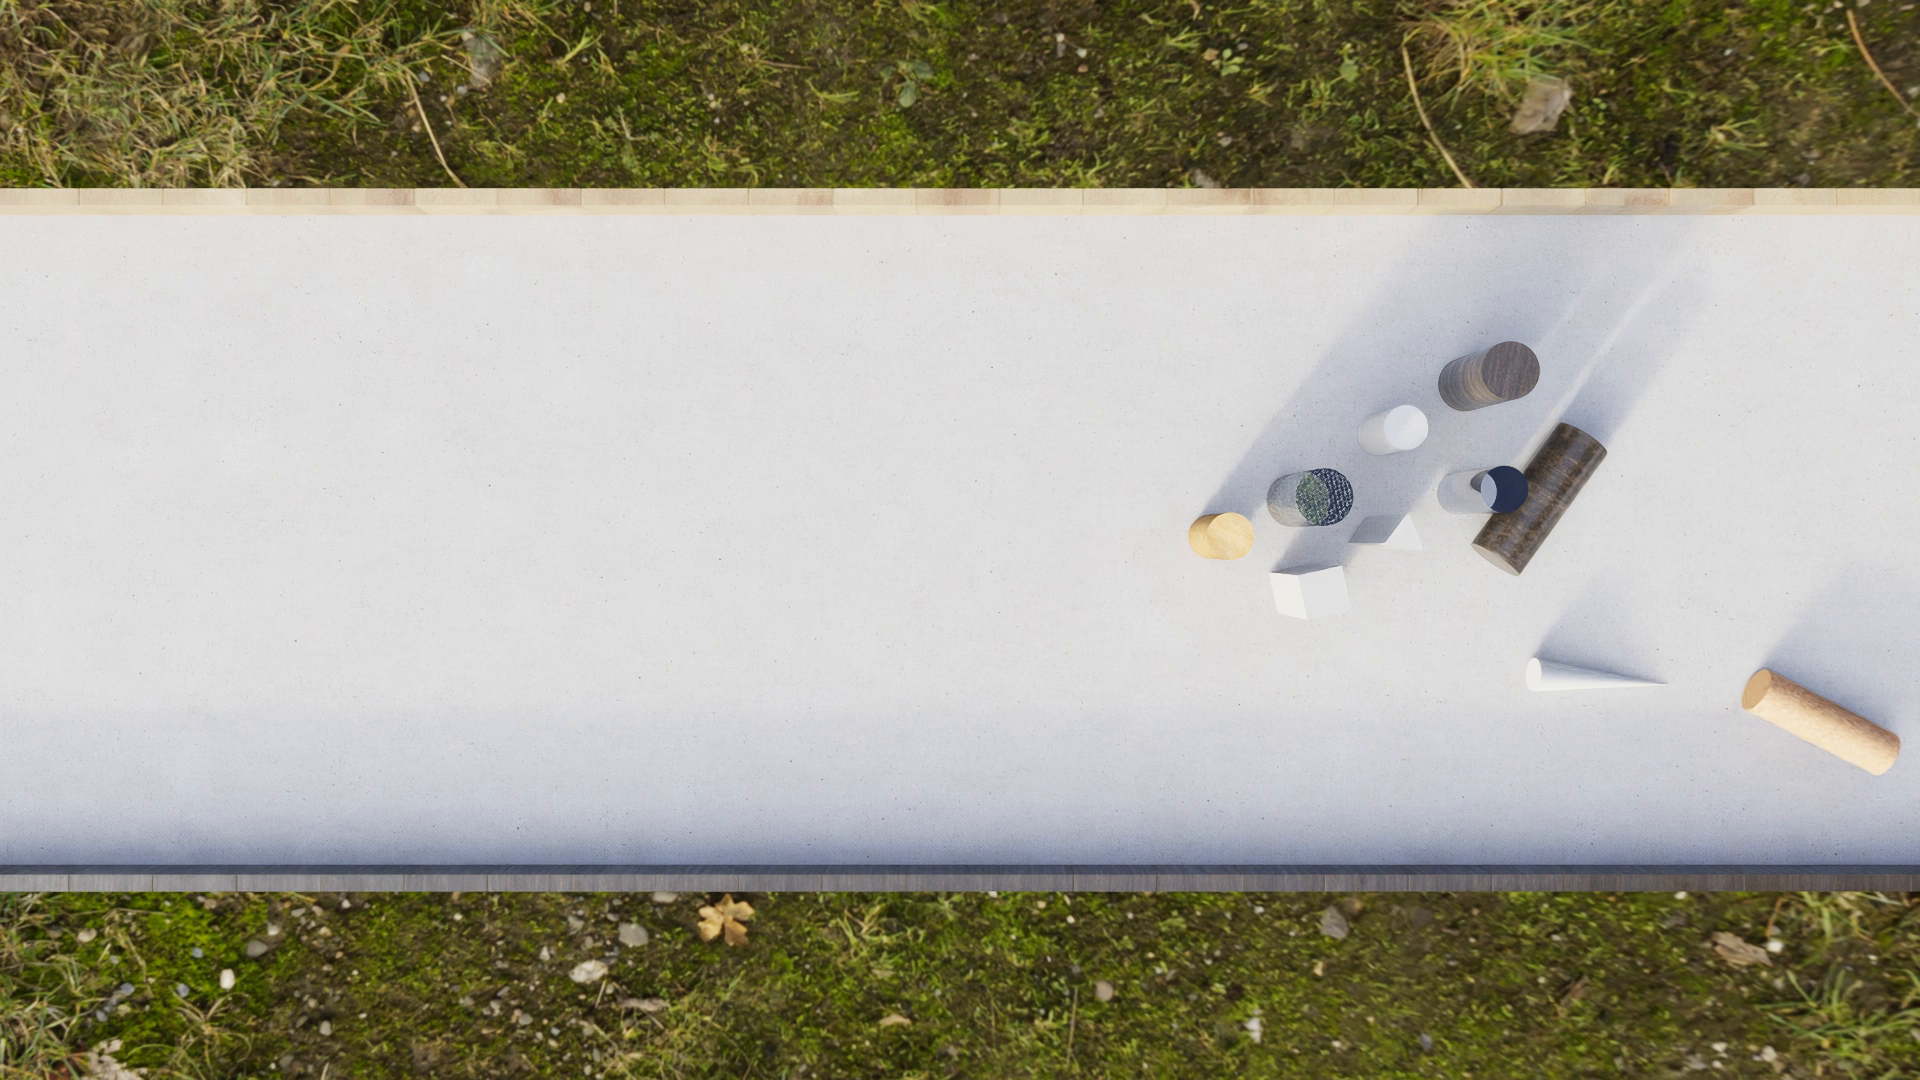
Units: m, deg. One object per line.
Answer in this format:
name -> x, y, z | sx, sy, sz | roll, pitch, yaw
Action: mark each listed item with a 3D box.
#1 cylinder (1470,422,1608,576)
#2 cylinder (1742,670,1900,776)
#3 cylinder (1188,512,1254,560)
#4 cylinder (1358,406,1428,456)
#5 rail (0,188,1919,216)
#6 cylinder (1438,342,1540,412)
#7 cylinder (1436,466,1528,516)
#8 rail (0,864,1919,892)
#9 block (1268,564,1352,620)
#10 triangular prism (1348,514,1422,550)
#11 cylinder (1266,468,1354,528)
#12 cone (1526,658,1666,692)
cylinder -> 1.751, -0.122, 4.992 | 0.170, 0.170, 0.452 | 36, 90, 0
cylinder -> 2.612, 0.554, 5.008 | 0.437, 0.137, 0.137 | 27, 90, 0
cylinder -> 0.770, -0.011, 4.885 | 0.136, 0.383, 0.136 | 0, 90, 0
cylinder -> 1.288, -0.325, 4.920 | 0.129, 0.313, 0.129 | 0, 90, 0
rail -> -2.247, -1.025, 5.002 | 12.000, 0.150, 0.050 | 0, 90, 0
cylinder -> 1.555, -0.479, 4.866 | 0.166, 0.420, 0.166 | 0, 90, 0
cylinder -> 1.535, -0.143, 4.863 | 0.134, 0.428, 0.134 | 0, 90, 0
rail -> -2.247, 1.025, 5.001 | 12.000, 0.150, 0.050 | 0, 90, 0
block -> 1.026, 0.148, 4.859 | 0.128, 0.435, 0.128 | -13, 90, 0
triangular prism -> 1.252, -0.027, 4.853 | 0.106, 0.446, 0.092 | 8, 90, 0
cylinder -> 1.025, -0.121, 4.857 | 0.164, 0.440, 0.164 | 0, 90, 0
cone -> 1.968, 0.428, 5.051 | 0.445, 0.102, 0.102 | 5, 90, -7
